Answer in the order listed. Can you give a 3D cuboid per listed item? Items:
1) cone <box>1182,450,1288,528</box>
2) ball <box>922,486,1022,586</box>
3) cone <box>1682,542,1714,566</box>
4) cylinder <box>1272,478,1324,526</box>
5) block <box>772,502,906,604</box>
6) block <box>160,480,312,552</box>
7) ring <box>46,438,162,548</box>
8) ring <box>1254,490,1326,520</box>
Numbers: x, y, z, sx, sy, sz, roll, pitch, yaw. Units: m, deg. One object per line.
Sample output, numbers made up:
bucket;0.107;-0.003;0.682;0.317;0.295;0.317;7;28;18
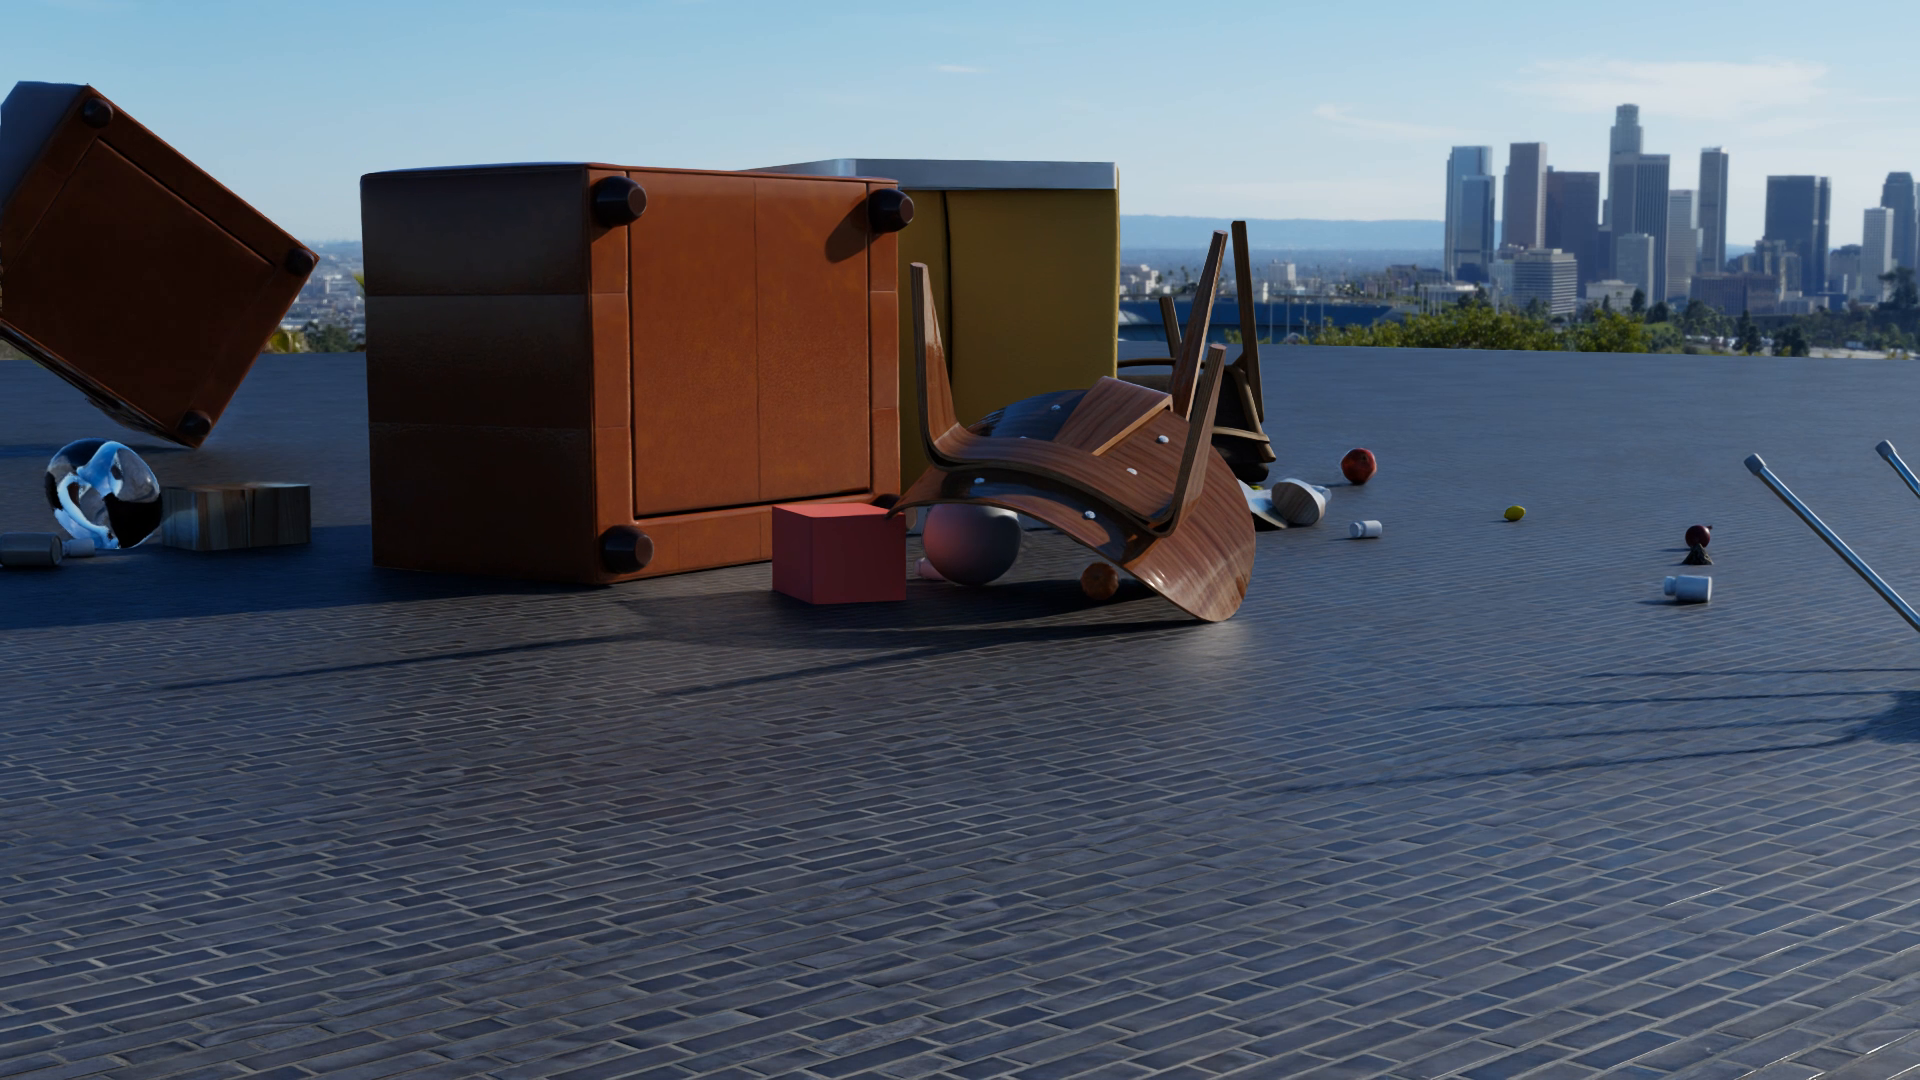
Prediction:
cone;0.692;-0.088;6.780;0.353;0.121;0.297;42;16;28
ball;0.025;-0.008;5.467;0.210;0.210;0.210;0;6;0
cone;1.696;0.028;5.892;0.067;0.050;0.076;-2;6;-21
cylinder;0.900;-0.101;6.829;0.147;0.092;0.094;40;15;9
block;-0.253;0.025;5.308;0.199;0.176;0.276;-2;6;-21
block;-1.782;-0.061;6.319;0.298;0.141;0.195;-5;8;-43
ring;-2.082;-0.110;6.238;0.314;0.280;0.145;21;33;23
ring;0.845;-0.095;6.994;0.358;0.072;0.218;-5;7;-34
